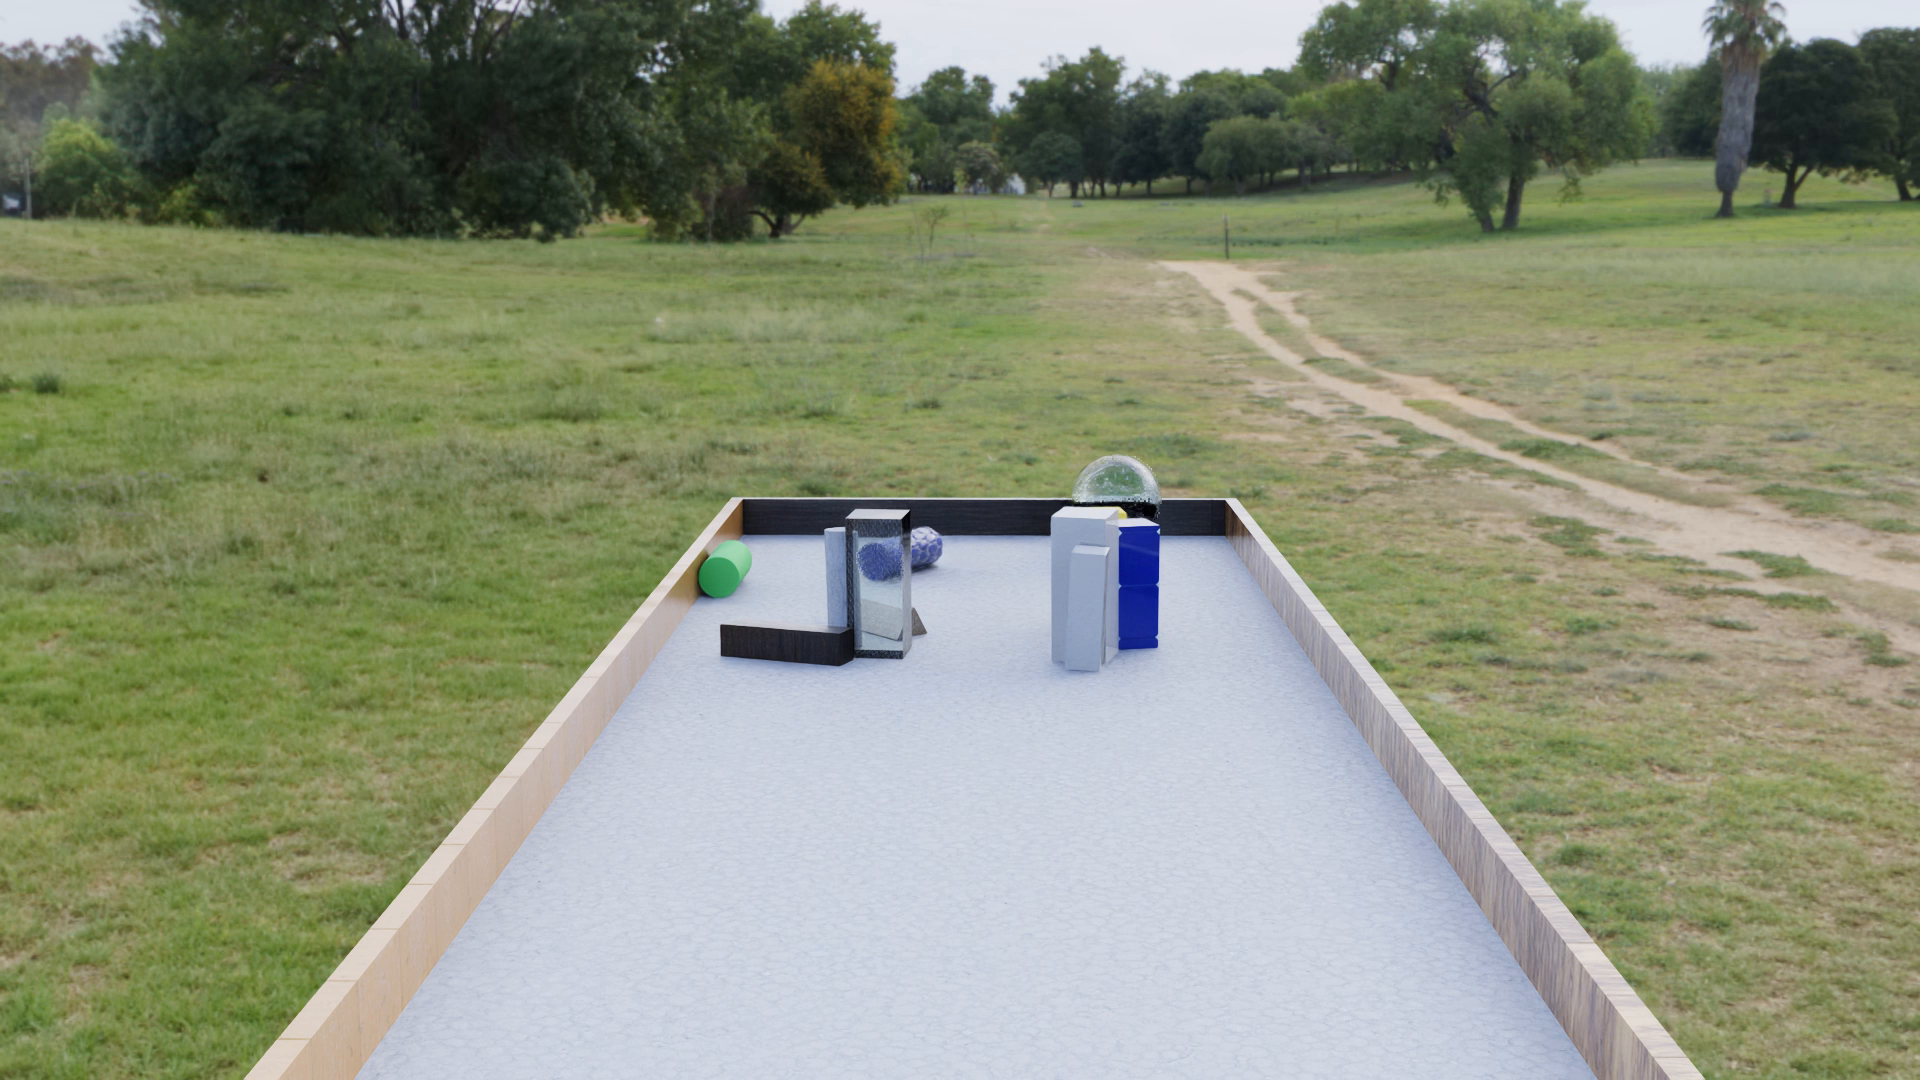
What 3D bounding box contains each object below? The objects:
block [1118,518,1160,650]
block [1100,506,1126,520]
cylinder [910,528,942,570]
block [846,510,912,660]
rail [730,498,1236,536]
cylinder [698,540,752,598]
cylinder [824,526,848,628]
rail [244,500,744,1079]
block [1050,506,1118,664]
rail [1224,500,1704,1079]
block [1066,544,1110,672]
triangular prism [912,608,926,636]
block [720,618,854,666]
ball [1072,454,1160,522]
[{"bbox_3d":[0.525,0.137,6.907,0.157,0.388,0.157,-2,9,-14],"label":"block"},{"bbox_3d":[0.462,0.089,7.234,0.144,0.379,0.144,-1,9,-6],"label":"block"},{"bbox_3d":[-0.218,0.046,8.259,0.145,0.145,0.345,6,11,31],"label":"cylinder"},{"bbox_3d":[-0.249,0.134,6.767,0.172,0.433,0.172,1,10,8],"label":"block"},{"bbox_3d":[0.099,-0.098,9.147,2.100,0.150,0.050,0,9,1],"label":"rail"},{"bbox_3d":[-0.841,0.102,7.902,0.146,0.146,0.377,0,9,1],"label":"cylinder"},{"bbox_3d":[-0.362,0.145,6.923,0.117,0.361,0.117,-2,7,0],"label":"cylinder"},{"bbox_3d":[-1.004,0.839,3.234,0.050,0.150,12.000,0,9,1],"label":"rail"},{"bbox_3d":[0.381,0.137,6.697,0.169,0.447,0.169,3,12,17],"label":"block"},{"bbox_3d":[1.046,0.843,3.208,0.050,0.150,12.000,0,9,1],"label":"rail"},{"bbox_3d":[0.380,0.203,6.551,0.103,0.357,0.103,5,14,9],"label":"block"},{"bbox_3d":[-0.271,0.235,7.224,0.105,0.091,0.415,-7,11,-36],"label":"triangular prism"},{"bbox_3d":[-0.530,0.312,6.722,0.403,0.100,0.100,4,10,21],"label":"block"},{"bbox_3d":[0.631,-0.168,8.924,0.358,0.358,0.358,0,9,0],"label":"ball"}]
